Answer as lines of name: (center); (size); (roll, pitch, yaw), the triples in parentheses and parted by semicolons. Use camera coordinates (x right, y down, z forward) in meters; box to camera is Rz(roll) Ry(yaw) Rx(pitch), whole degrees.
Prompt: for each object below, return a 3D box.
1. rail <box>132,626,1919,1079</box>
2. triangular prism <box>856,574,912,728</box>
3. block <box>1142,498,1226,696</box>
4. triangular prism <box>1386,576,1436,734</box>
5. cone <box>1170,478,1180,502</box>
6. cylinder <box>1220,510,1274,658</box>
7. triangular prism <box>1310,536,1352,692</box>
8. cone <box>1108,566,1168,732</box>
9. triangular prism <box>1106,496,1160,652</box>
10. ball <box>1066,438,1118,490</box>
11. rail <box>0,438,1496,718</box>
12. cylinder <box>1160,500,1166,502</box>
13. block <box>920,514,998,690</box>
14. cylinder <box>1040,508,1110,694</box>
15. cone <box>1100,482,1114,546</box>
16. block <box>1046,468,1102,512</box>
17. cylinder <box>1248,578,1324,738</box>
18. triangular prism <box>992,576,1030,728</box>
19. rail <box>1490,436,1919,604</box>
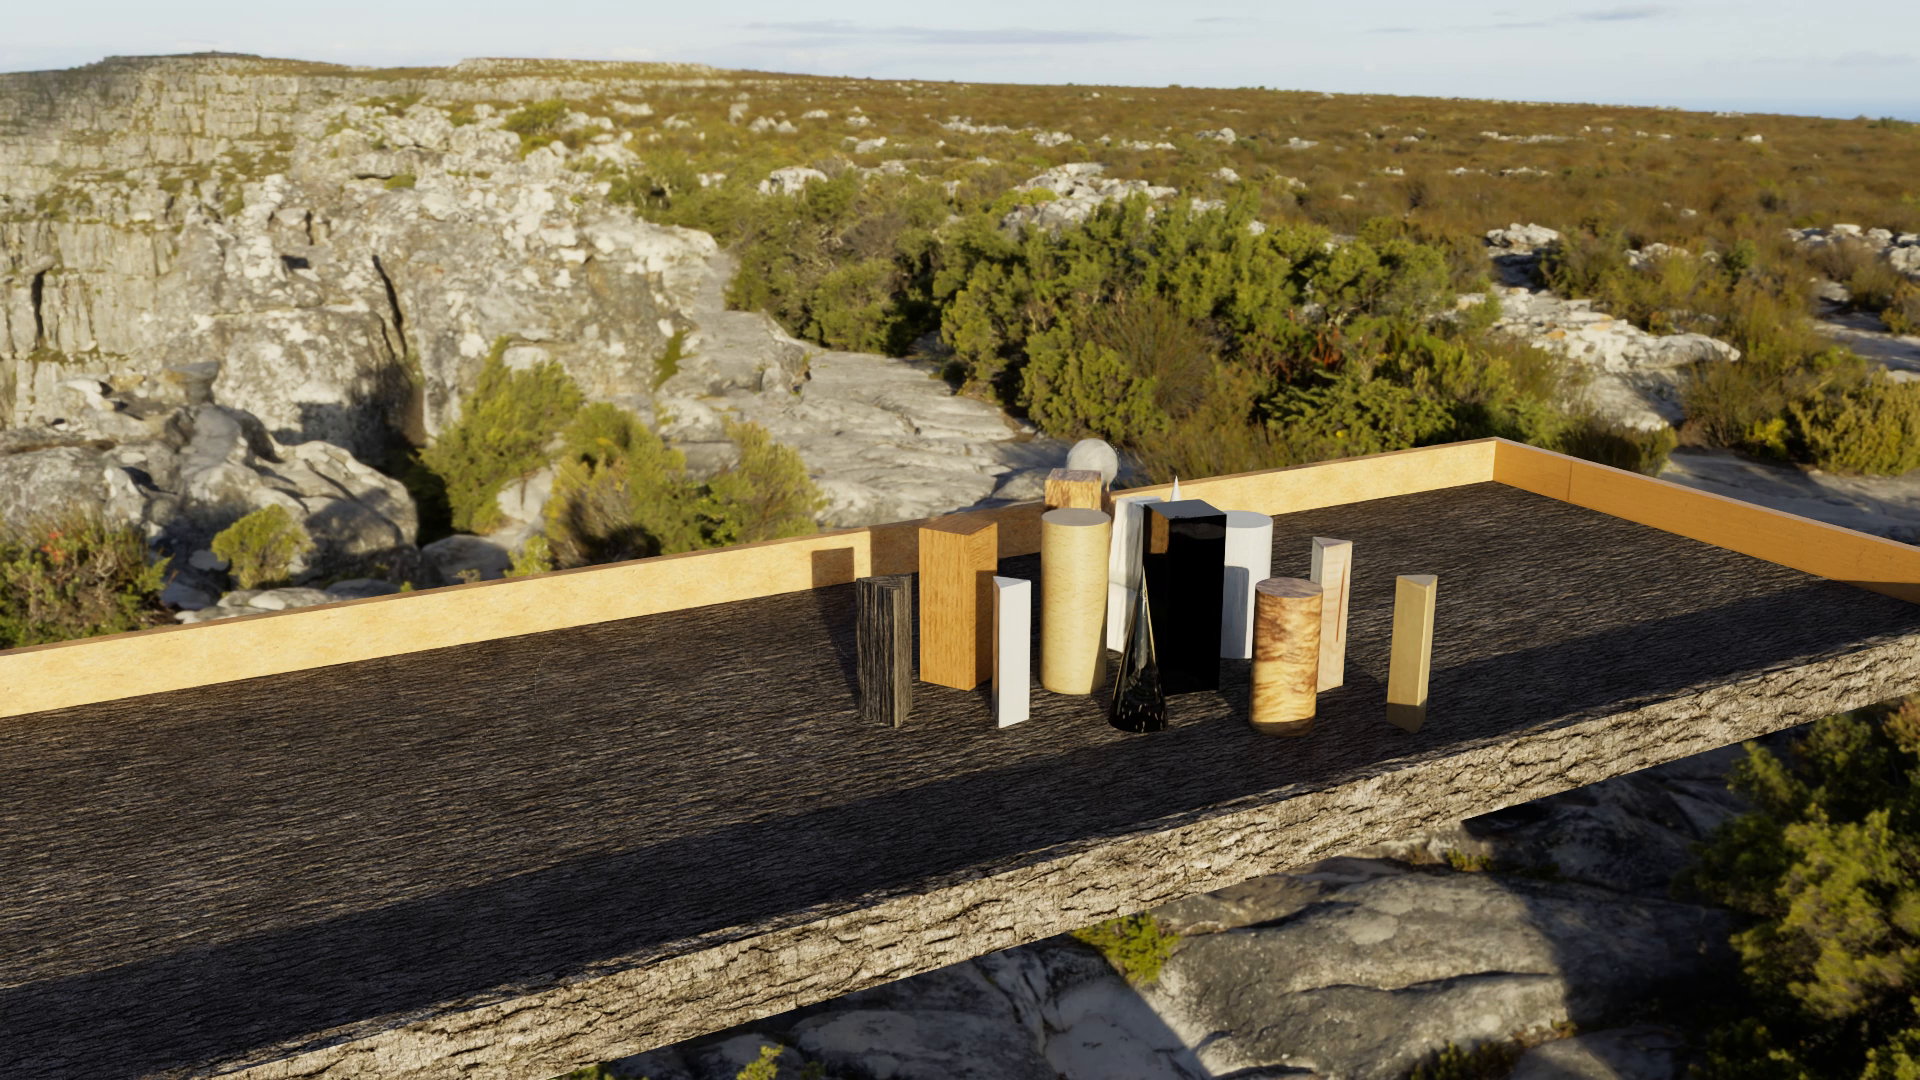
rail: (-2.336, 1.006, 1.665); (12.000, 0.150, 0.050); (-9, 18, -27)
triangular prism: (-0.156, 0.253, 3.896); (0.131, 0.338, 0.114); (15, 22, 41)
block: (0.547, 0.141, 4.075); (0.151, 0.451, 0.151); (-5, 17, -16)
triangular prism: (1.066, 0.259, 3.834); (0.080, 0.360, 0.093); (-10, 19, -32)
cone: (0.595, 0.016, 4.587); (0.172, 0.403, 0.172); (0, 16, 0)
cylinder: (0.725, 0.115, 4.336); (0.176, 0.353, 0.176); (0, 16, 0)
triangular prism: (0.894, 0.181, 4.078); (0.094, 0.373, 0.082); (-11, 20, -34)
cone: (0.421, 0.241, 3.844); (0.143, 0.389, 0.143); (0, 16, 0)
triangular prism: (0.472, 0.089, 4.316); (0.130, 0.406, 0.113); (18, 22, 33)
ball: (0.421, -0.241, 5.268); (0.169, 0.169, 0.169); (0, 16, 0)
rail: (-3.305, 0.497, 3.399); (12.000, 0.150, 0.050); (-9, 18, -27)
cylinder: (0.502, 0.071, 4.445); (0.132, 0.353, 0.132); (17, 10, -3)
block: (-0.004, 0.154, 4.120); (0.141, 0.400, 0.141); (9, 19, 29)
cylinder: (0.283, 0.150, 4.081); (0.168, 0.430, 0.168); (0, 16, 0)
cone: (0.431, -0.023, 4.861); (0.133, 0.322, 0.133); (0, 16, 0)
block: (0.313, 0.016, 4.581); (0.133, 0.404, 0.133); (3, 17, 12)
cylinder: (0.755, 0.272, 3.830); (0.154, 0.339, 0.154); (0, 16, 0)
triangular prism: (0.103, 0.258, 3.867); (0.091, 0.343, 0.079); (-13, 21, -37)
rail: (2.466, -0.048, 5.253); (0.050, 0.150, 2.100); (-9, 18, -27)
